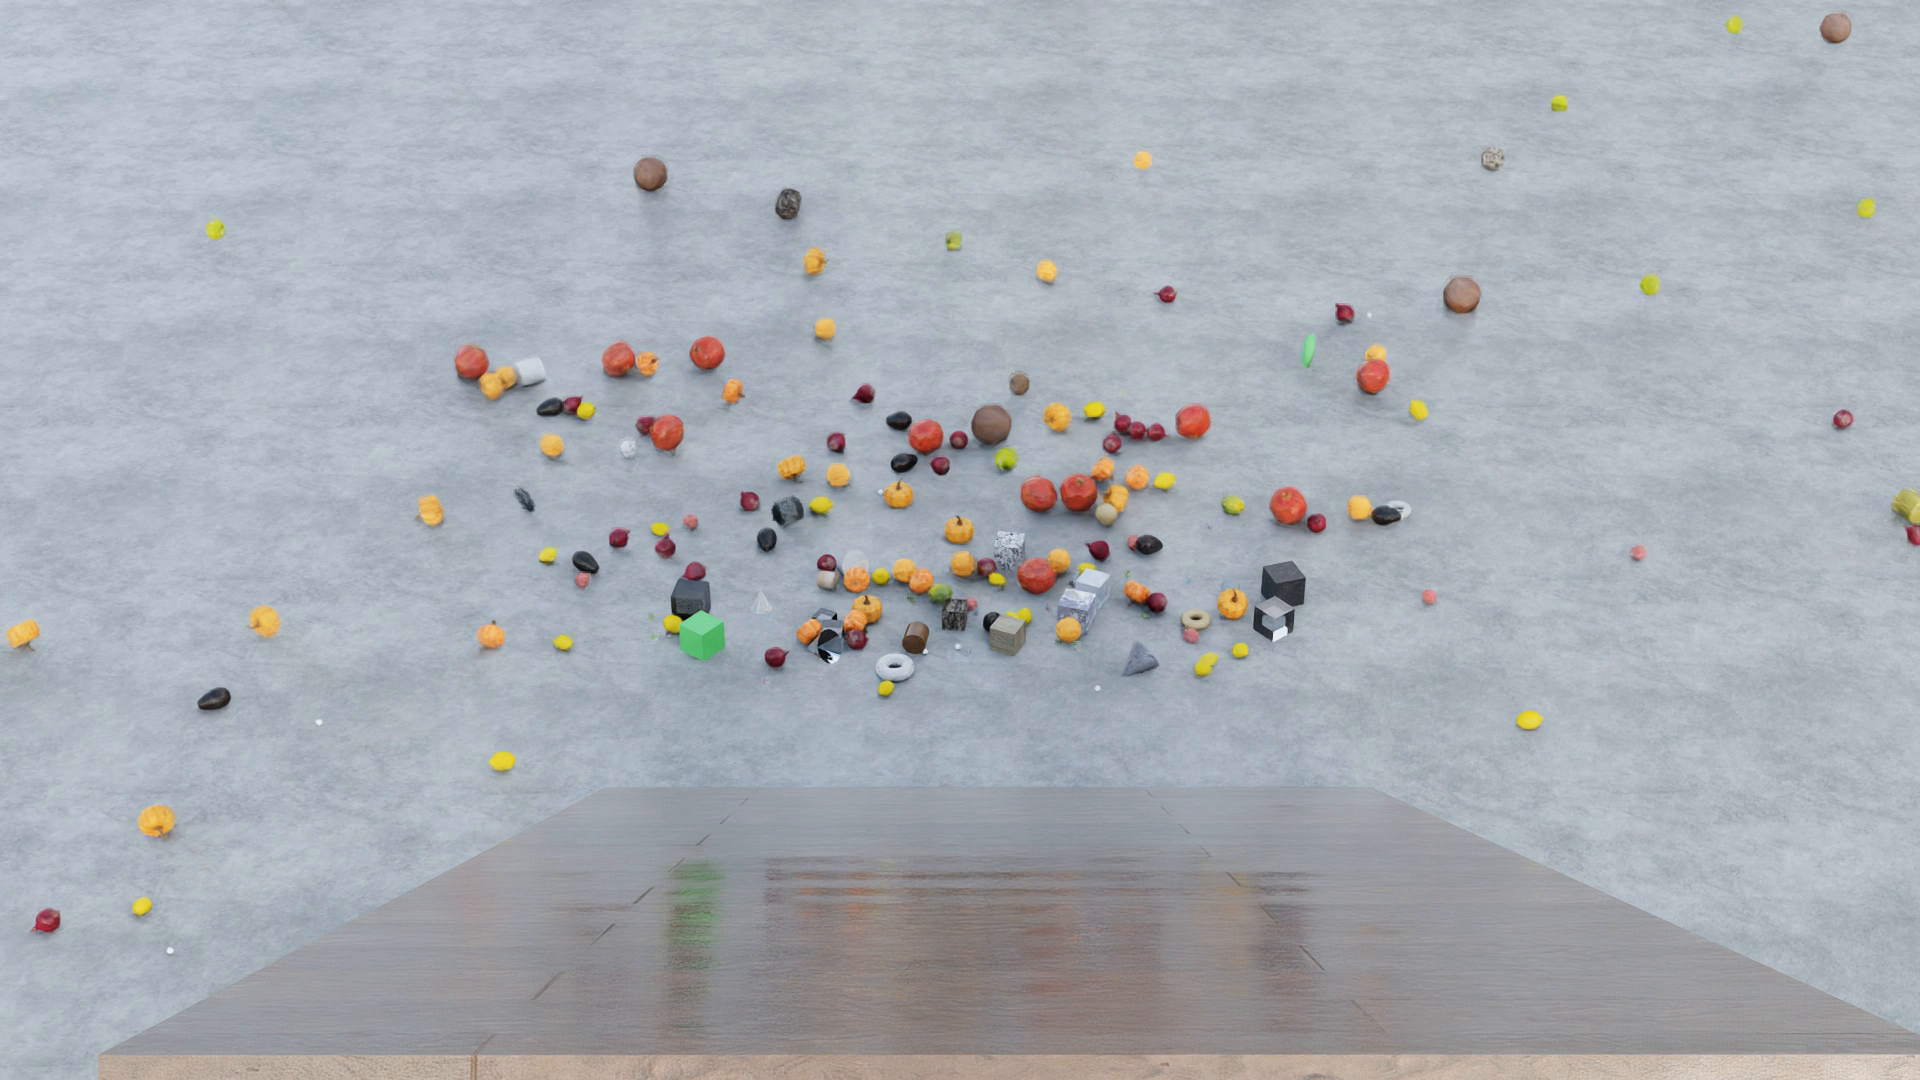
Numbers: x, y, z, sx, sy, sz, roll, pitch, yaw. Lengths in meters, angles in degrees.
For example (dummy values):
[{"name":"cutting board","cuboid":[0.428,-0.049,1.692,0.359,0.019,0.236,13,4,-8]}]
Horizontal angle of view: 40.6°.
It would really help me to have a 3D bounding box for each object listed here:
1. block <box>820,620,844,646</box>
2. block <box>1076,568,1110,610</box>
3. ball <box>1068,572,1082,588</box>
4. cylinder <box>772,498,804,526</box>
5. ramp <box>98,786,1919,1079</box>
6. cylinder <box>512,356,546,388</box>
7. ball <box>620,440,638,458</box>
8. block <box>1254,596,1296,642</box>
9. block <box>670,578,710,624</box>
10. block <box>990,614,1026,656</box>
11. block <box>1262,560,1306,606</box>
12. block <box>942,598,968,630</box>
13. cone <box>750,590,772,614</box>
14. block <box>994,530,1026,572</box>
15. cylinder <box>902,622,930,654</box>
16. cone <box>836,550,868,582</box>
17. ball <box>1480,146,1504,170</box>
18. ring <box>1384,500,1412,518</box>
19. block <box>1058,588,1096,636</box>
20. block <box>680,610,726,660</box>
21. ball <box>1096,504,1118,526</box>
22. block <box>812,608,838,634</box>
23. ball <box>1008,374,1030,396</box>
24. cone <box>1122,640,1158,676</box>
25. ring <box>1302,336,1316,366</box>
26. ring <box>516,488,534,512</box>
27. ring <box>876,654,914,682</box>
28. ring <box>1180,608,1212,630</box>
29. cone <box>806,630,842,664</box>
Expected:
[{"name":"block","cuboid":[-0.365,0.271,7.436,0.061,0.061,0.061,2,34,3]},{"name":"block","cuboid":[0.390,0.142,7.616,0.076,0.076,0.076,16,37,22]},{"name":"ball","cuboid":[0.347,0.119,7.671,0.053,0.053,0.053,0,34,0]},{"name":"cylinder","cuboid":[-0.528,-0.087,7.964,0.071,0.071,0.071,-22,40,-30]},{"name":"ramp","cuboid":[0.075,0.649,4.782,2.000,0.100,4.000,0,-1,0]},{"name":"cylinder","cuboid":[-1.439,-0.561,8.663,0.083,0.083,0.083,-19,38,-26]},{"name":"ball","cuboid":[-1.056,-0.291,8.284,0.055,0.055,0.055,0,34,0]},{"name":"block","cuboid":[0.905,0.227,7.483,0.082,0.082,0.082,-24,40,-31]},{"name":"block","cuboid":[-0.782,0.181,7.543,0.092,0.092,0.092,5,34,8]},{"name":"block","cuboid":[0.136,0.272,7.420,0.078,0.078,0.078,15,37,21]},{"name":"block","cuboid":[0.949,0.133,7.613,0.095,0.095,0.095,-11,35,-15]},{"name":"block","cuboid":[-0.015,0.216,7.515,0.065,0.065,0.065,4,34,6]},{"name":"cone","cuboid":[-0.581,0.173,7.581,0.063,0.063,0.063,0,34,0]},{"name":"block","cuboid":[0.149,0.033,7.773,0.083,0.083,0.083,5,34,8]},{"name":"cylinder","cuboid":[-0.126,0.279,7.419,0.067,0.067,0.067,6,33,8]},{"name":"cone","cuboid":[-0.341,0.078,7.741,0.097,0.097,0.097,-30,17,-37]},{"name":"ball","cuboid":[2.058,-1.473,10.021,0.091,0.091,0.091,0,34,0]},{"name":"ring","cuboid":[1.352,-0.094,8.014,0.083,0.028,0.083,-1,33,1]},{"name":"block","cuboid":[0.337,0.209,7.504,0.089,0.089,0.089,11,35,16]},{"name":"block","cuboid":[-0.736,0.273,7.408,0.089,0.089,0.089,24,41,31]},{"name":"ball","cuboid":[0.448,-0.078,7.954,0.068,0.068,0.068,0,34,0]},{"name":"block","cuboid":[-0.391,0.237,7.495,0.053,0.053,0.053,17,37,24]},{"name":"ball","cuboid":[0.195,-0.515,8.606,0.070,0.070,0.070,0,34,0]},{"name":"cone","cuboid":[0.492,0.352,7.331,0.099,0.099,0.099,-43,47,-11]},{"name":"ring","cuboid":[1.175,-0.637,8.755,0.036,0.109,0.109,11,35,7]},{"name":"ring","cuboid":[-1.342,-0.124,8.012,0.027,0.081,0.081,-34,44,-18]},{"name":"ring","cuboid":[-0.184,0.359,7.327,0.110,0.037,0.110,-1,33,1]},{"name":"ring","cuboid":[0.684,0.231,7.525,0.090,0.030,0.090,-1,33,0]},{"name":"cone","cuboid":[-0.406,0.306,7.400,0.098,0.098,0.098,-7,23,42]}]
